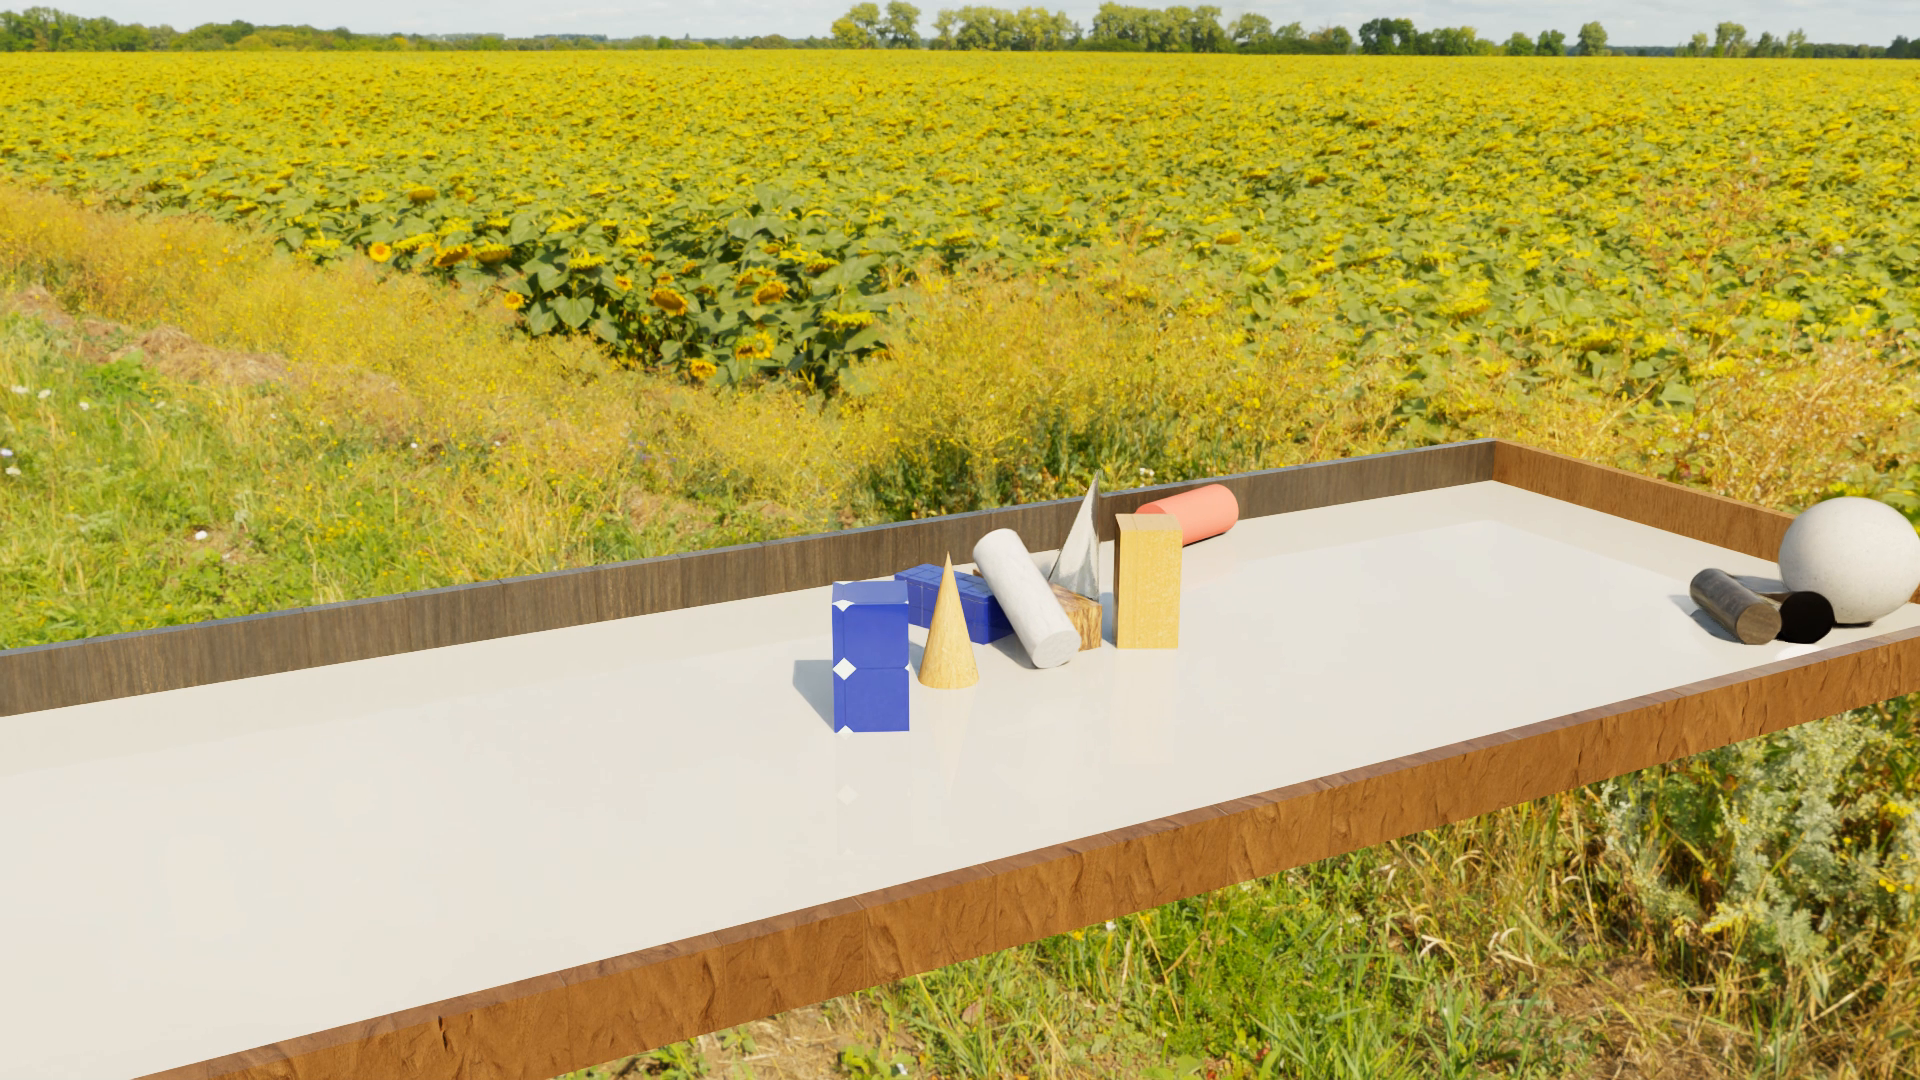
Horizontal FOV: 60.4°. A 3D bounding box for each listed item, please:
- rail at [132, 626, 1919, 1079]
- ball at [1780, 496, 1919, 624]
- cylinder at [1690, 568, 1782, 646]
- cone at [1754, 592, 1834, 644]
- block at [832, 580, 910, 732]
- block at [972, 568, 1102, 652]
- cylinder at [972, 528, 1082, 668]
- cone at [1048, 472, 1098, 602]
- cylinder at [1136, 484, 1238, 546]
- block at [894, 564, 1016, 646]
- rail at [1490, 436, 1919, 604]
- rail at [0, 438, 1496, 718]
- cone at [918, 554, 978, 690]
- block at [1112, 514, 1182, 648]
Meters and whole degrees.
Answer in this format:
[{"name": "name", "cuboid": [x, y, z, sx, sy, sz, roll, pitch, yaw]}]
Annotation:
[{"name": "rail", "cuboid": [-2.336, 1.006, 1.665, 12.000, 0.150, 0.050, -9, 18, -27]}, {"name": "ball", "cuboid": [2.452, 0.055, 4.542, 0.352, 0.352, 0.352, 0, 16, 0]}, {"name": "cylinder", "cuboid": [2.129, 0.180, 4.536, 0.117, 0.117, 0.323, 1, 16, 2]}, {"name": "cone", "cuboid": [2.283, 0.181, 4.612, 0.143, 0.143, 0.435, 2, 7, 7]}, {"name": "block", "cuboid": [-0.209, 0.272, 3.874, 0.174, 0.313, 0.174, -1, 16, -3]}, {"name": "block", "cuboid": [0.206, 0.183, 4.525, 0.117, 0.117, 0.452, -10, 19, -31]}, {"name": "cylinder", "cuboid": [0.172, 0.150, 4.316, 0.137, 0.137, 0.387, -8, 45, -25]}, {"name": "cone", "cuboid": [0.354, -0.020, 4.685, 0.167, 0.382, 0.167, 12, -1, 0]}, {"name": "cylinder", "cuboid": [0.727, -0.070, 5.306, 0.161, 0.161, 0.346, 16, 23, 43]}, {"name": "block", "cuboid": [-0.016, 0.173, 4.530, 0.324, 0.133, 0.133, 14, 21, 39]}, {"name": "rail", "cuboid": [2.466, -0.048, 5.253, 0.050, 0.150, 2.100, -9, 18, -27]}, {"name": "rail", "cuboid": [-3.305, 0.497, 3.399, 12.000, 0.150, 0.050, -9, 18, -27]}, {"name": "cone", "cuboid": [-0.029, 0.188, 4.119, 0.155, 0.335, 0.155, 0, 16, 0]}, {"name": "block", "cuboid": [0.498, 0.109, 4.403, 0.161, 0.327, 0.161, 0, 16, 0]}]
